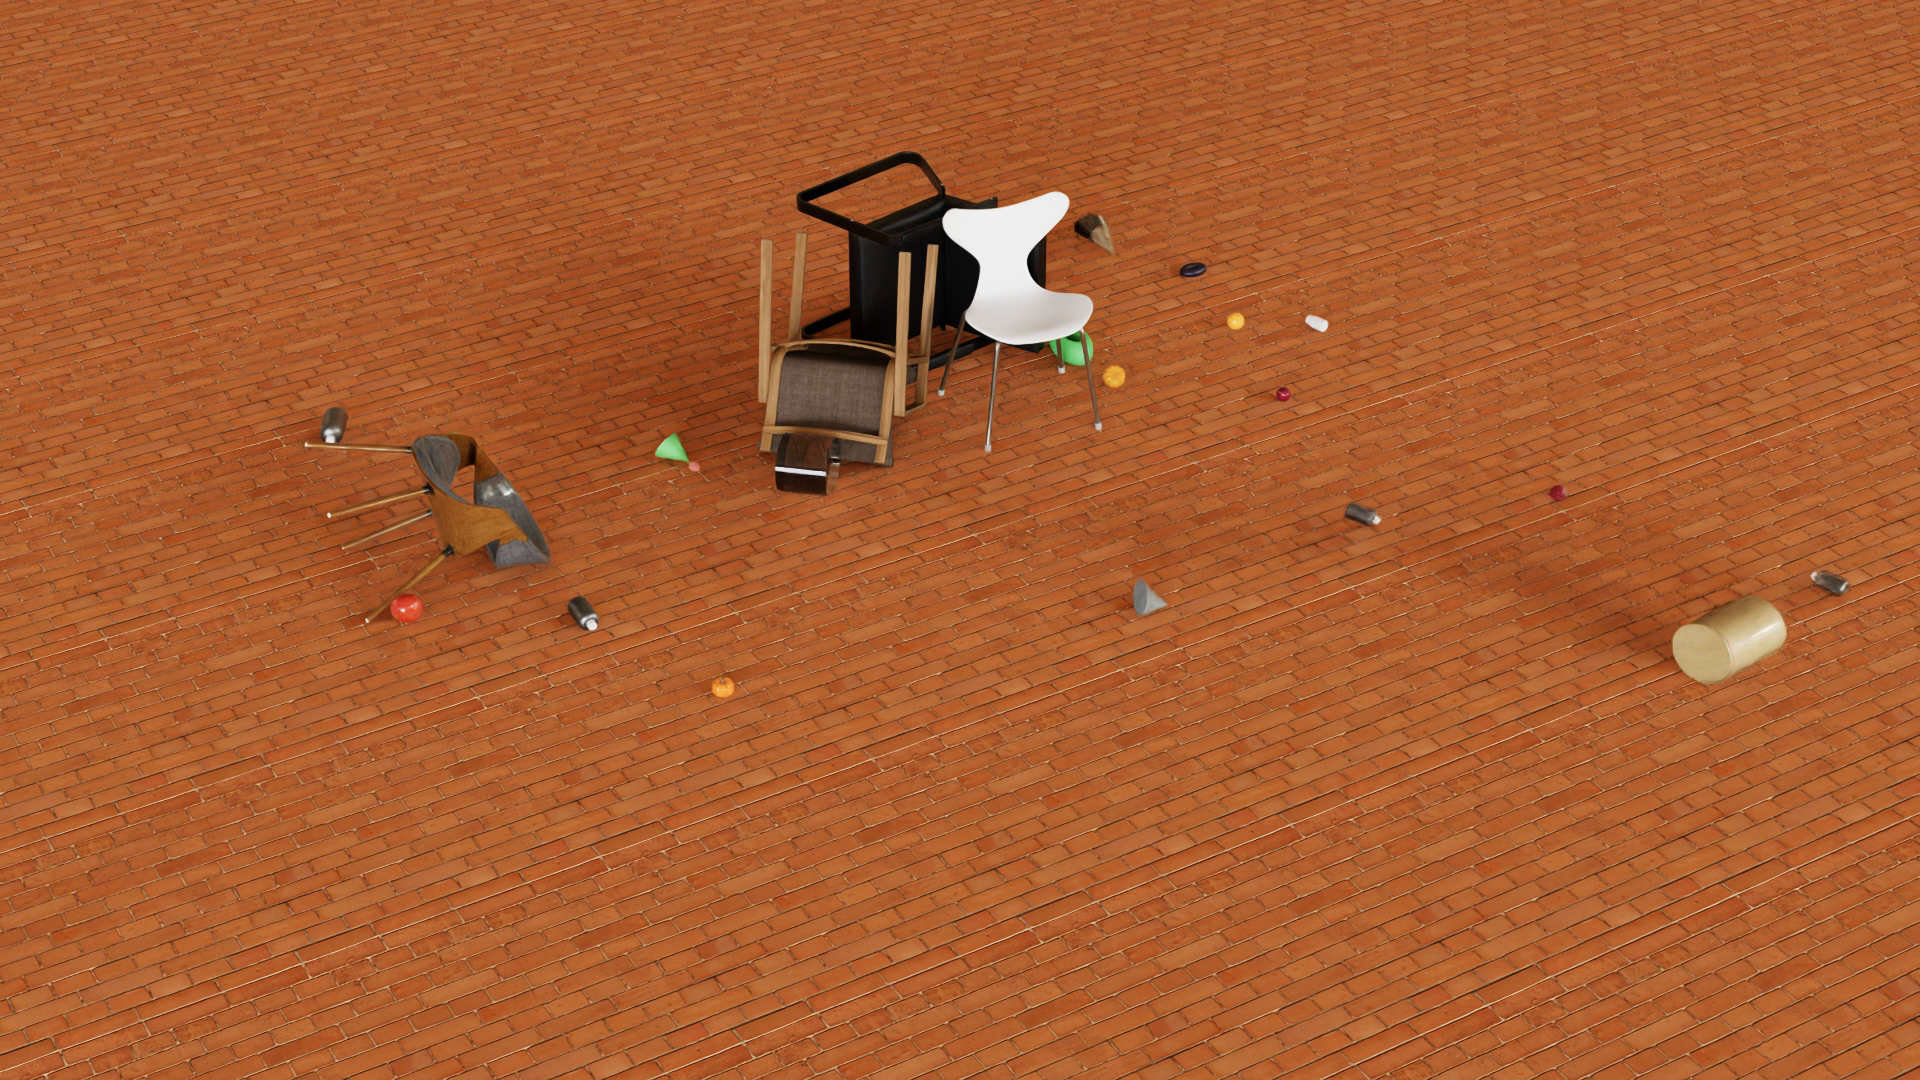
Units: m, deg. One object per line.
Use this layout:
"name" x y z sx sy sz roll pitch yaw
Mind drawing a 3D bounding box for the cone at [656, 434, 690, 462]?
"cone" -1.098 -0.337 11.412 0.118 0.098 0.162 35 27 8

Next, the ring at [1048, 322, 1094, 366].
"ring" 0.457 -0.811 12.085 0.153 0.101 0.286 -13 34 -21

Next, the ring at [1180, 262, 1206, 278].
"ring" 1.009 -1.169 12.688 0.128 0.034 0.087 -17 36 -23

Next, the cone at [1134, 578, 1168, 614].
"cone" 0.701 0.218 10.572 0.115 0.098 0.171 16 35 -20

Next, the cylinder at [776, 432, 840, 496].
"cylinder" -0.580 -0.289 11.182 0.196 0.221 0.240 6 32 9

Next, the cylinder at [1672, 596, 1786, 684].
"cylinder" 2.678 0.345 10.210 0.290 0.221 0.262 -23 11 -30

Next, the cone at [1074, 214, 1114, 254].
"cone" 0.625 -1.319 12.889 0.187 0.120 0.204 0 45 -45
